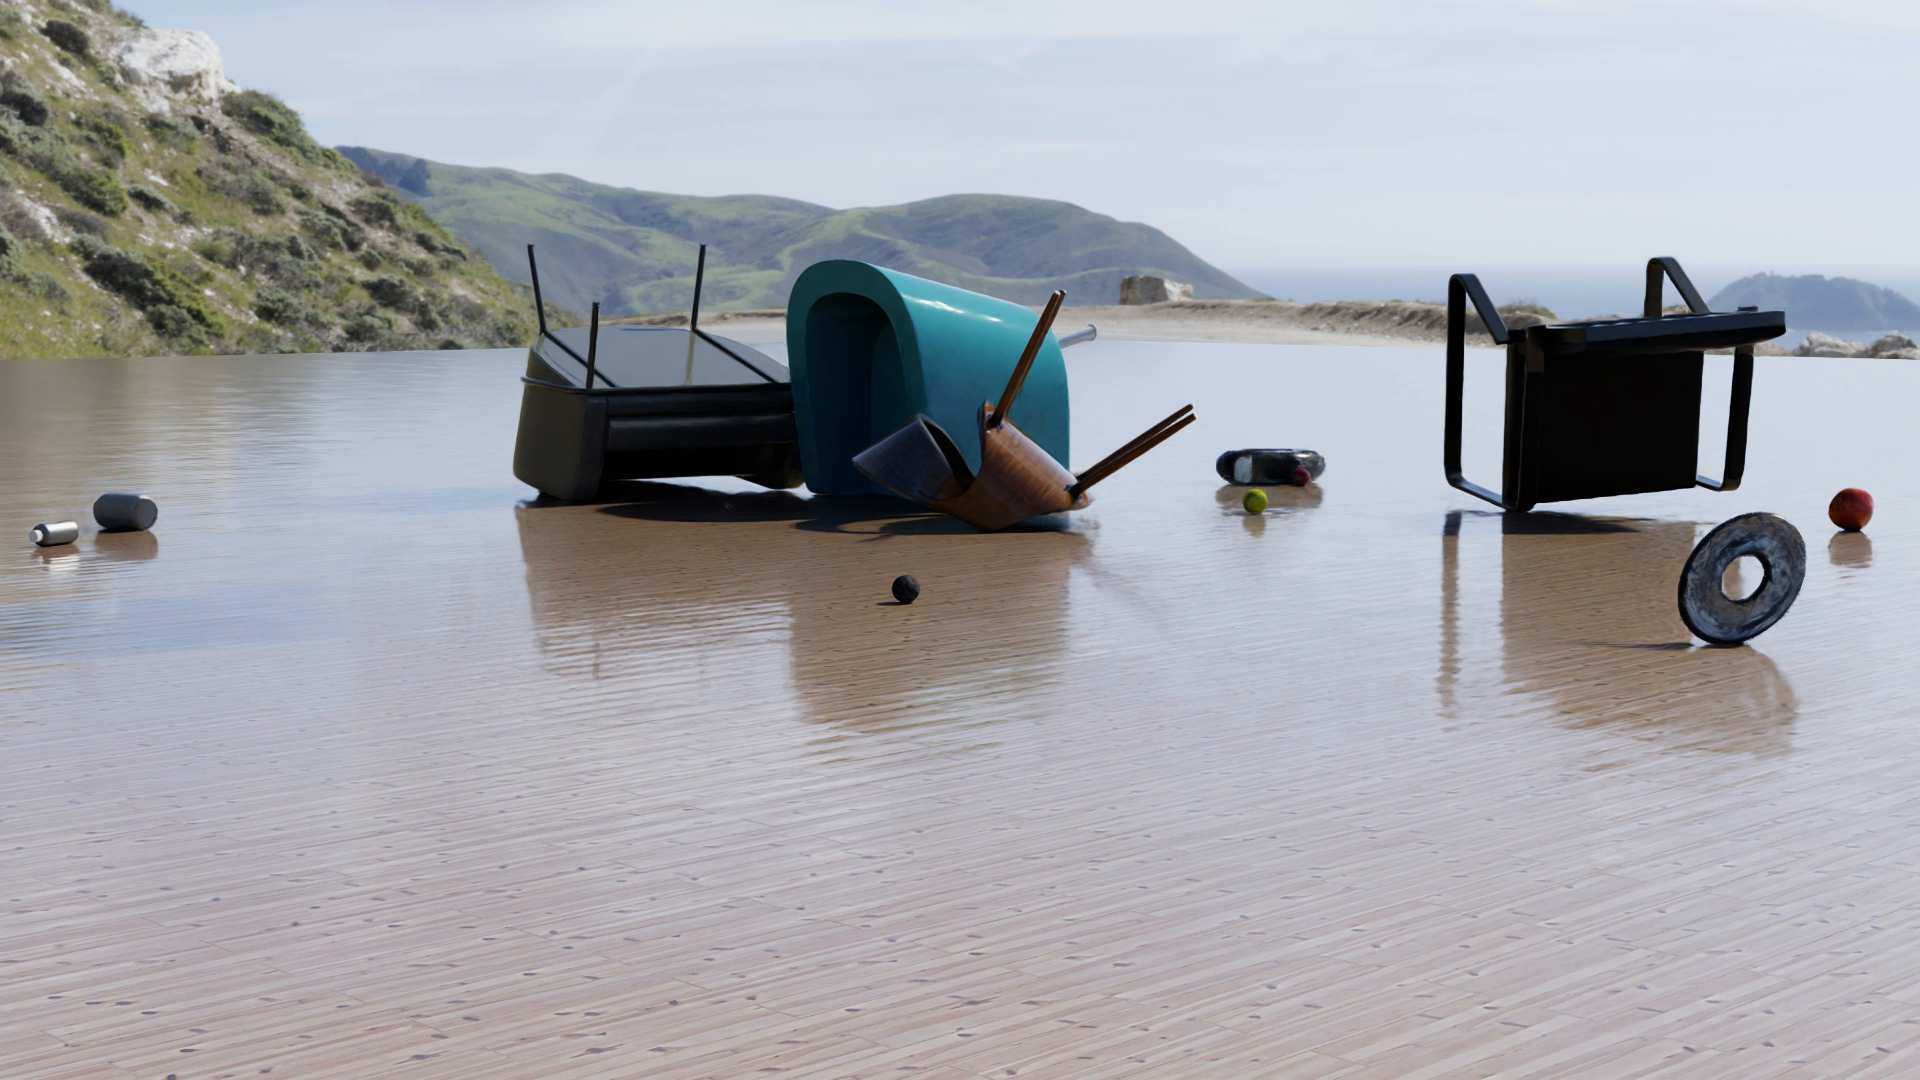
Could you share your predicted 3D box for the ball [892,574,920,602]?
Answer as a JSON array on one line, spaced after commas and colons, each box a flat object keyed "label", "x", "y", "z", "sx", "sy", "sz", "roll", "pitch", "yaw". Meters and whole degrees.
[{"label": "ball", "x": -0.109, "y": 0.099, "z": 5.177, "sx": 0.057, "sy": 0.057, "sz": 0.057, "roll": 0, "pitch": 6, "yaw": 0}]

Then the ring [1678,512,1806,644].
[{"label": "ring", "x": 1.409, "y": 0.068, "z": 4.622, "sx": 0.276, "sy": 0.201, "sz": 0.043, "roll": -45, "pitch": 0, "yaw": -7}]

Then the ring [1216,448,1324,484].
[{"label": "ring", "x": 0.994, "y": -0.237, "z": 8.209, "sx": 0.375, "sy": 0.104, "sz": 0.262, "roll": -2, "pitch": 6, "yaw": -23}]
